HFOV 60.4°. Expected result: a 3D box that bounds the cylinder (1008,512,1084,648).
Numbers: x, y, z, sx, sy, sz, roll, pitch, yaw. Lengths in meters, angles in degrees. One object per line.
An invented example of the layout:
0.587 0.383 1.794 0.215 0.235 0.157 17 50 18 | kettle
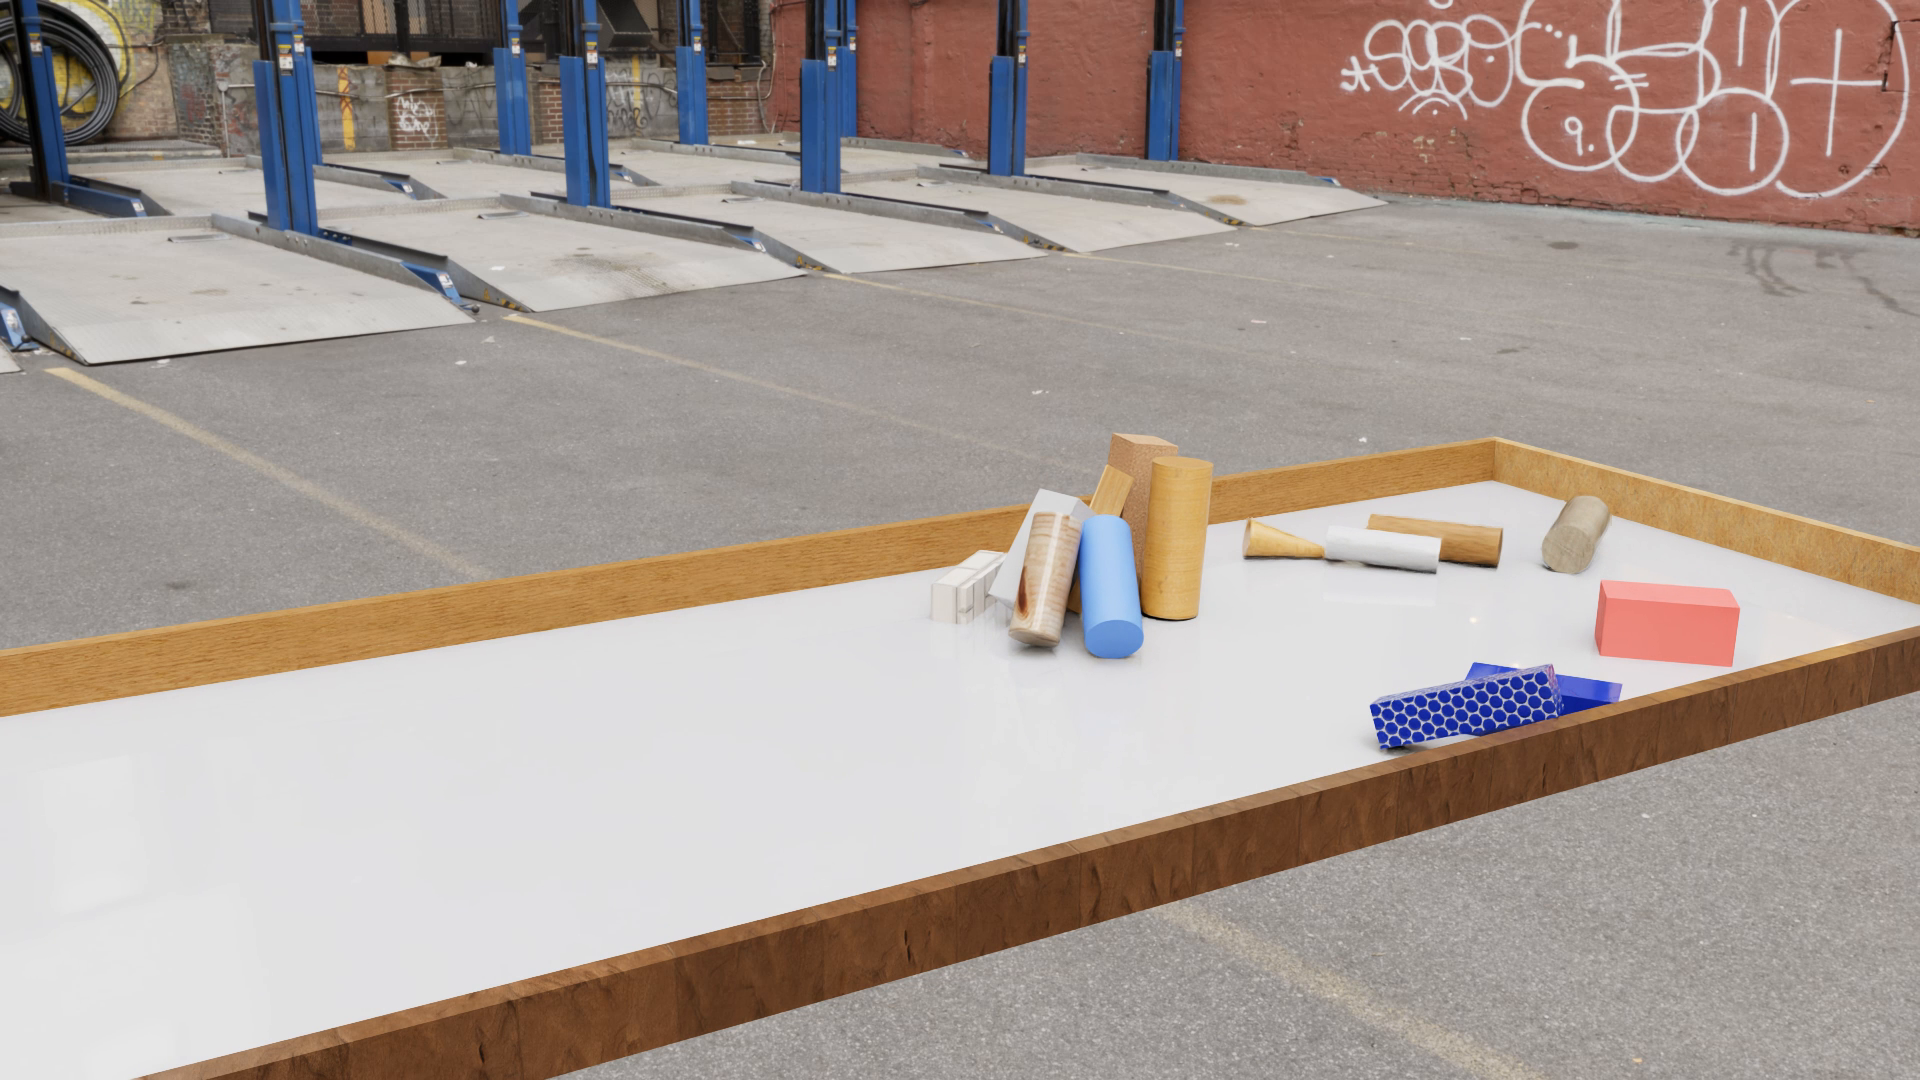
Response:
0.228 0.104 4.376 0.137 0.335 0.137 12 -16 4 | cylinder

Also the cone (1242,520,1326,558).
1.065 0.026 5.161 0.340 0.120 0.120 11 17 1 | cone

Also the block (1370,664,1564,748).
1.121 0.370 3.658 0.389 0.102 0.102 -15 -1 28 | block

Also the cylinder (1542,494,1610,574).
1.931 -0.022 5.163 0.150 0.150 0.410 8 18 26 | cylinder

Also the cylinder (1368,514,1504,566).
1.478 0.001 5.144 0.397 0.117 0.117 7 18 23 | cylinder

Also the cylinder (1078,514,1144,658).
0.395 0.121 4.382 0.152 0.152 0.383 0 45 -1 | cylinder

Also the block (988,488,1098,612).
0.242 0.047 4.573 0.145 0.331 0.145 16 -15 44 | block

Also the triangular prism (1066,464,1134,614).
0.365 -0.001 4.695 0.094 0.423 0.081 26 -11 -16 | triangular prism

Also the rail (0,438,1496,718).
-3.305 0.497 3.399 12.000 0.150 0.050 -9 18 -27 | rail

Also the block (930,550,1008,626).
0.038 0.132 4.715 0.107 0.107 0.357 7 18 22 | block

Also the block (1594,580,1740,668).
1.852 0.217 4.333 0.319 0.161 0.161 4 17 14 | block

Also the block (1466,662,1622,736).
1.337 0.388 3.799 0.331 0.132 0.132 8 18 24 | block

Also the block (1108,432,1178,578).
0.508 -0.083 4.843 0.143 0.432 0.143 3 14 -23 | block

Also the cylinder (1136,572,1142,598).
0.449 0.168 4.604 0.101 0.101 0.312 3 17 9 | cylinder

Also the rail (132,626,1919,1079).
-2.336 1.006 1.665 12.000 0.150 0.050 -9 18 -27 | rail

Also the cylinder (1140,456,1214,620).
0.602 -0.007 4.602 0.168 0.427 0.168 4 14 -1 | cylinder

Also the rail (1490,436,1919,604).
2.466 -0.048 5.253 0.050 0.150 2.100 -9 18 -27 | rail

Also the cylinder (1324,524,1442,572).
1.296 0.026 5.055 0.335 0.106 0.106 8 18 17 | cylinder
